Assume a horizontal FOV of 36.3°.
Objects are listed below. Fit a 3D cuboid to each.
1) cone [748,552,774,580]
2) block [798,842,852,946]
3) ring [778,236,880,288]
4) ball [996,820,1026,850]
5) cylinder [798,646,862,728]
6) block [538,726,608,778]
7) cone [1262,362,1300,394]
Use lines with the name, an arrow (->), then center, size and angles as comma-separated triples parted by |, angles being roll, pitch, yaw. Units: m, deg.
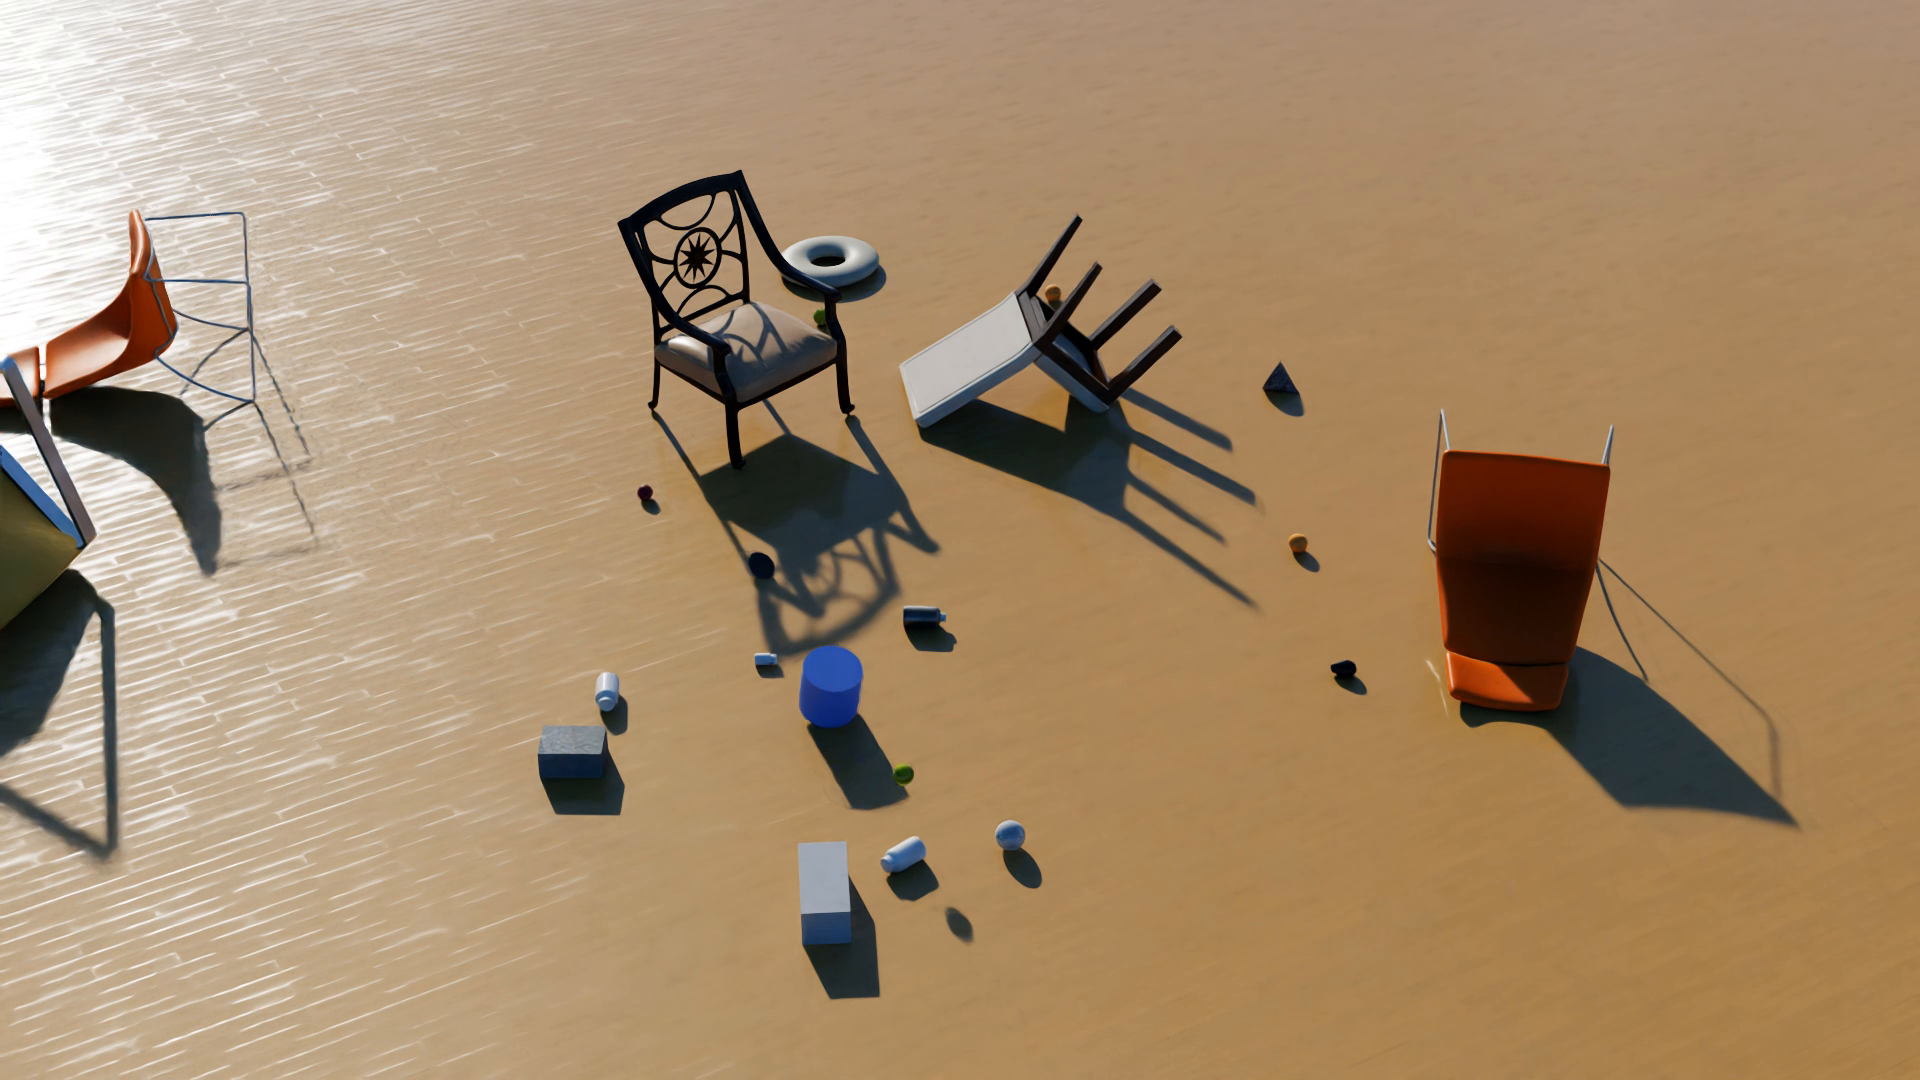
cone -> -0.721, 0.091, 10.767 | 0.085, 0.109, 0.086 | -41, -2, 7
block -> -0.423, 1.101, 9.159 | 0.152, 0.126, 0.340 | -2, 33, -3
ring -> -0.571, -1.206, 12.708 | 0.451, 0.073, 0.417 | -17, 38, -23
ball -> 0.162, 0.949, 9.415 | 0.099, 0.099, 0.099 | 0, 33, 0
cylinder -> -0.440, 0.500, 9.959 | 0.204, 0.201, 0.196 | 24, 50, 12
block -> -1.291, 0.706, 9.782 | 0.211, 0.100, 0.155 | 0, 33, 1
cone -> 1.317, -0.630, 11.850 | 0.136, 0.120, 0.144 | 34, 47, 7
